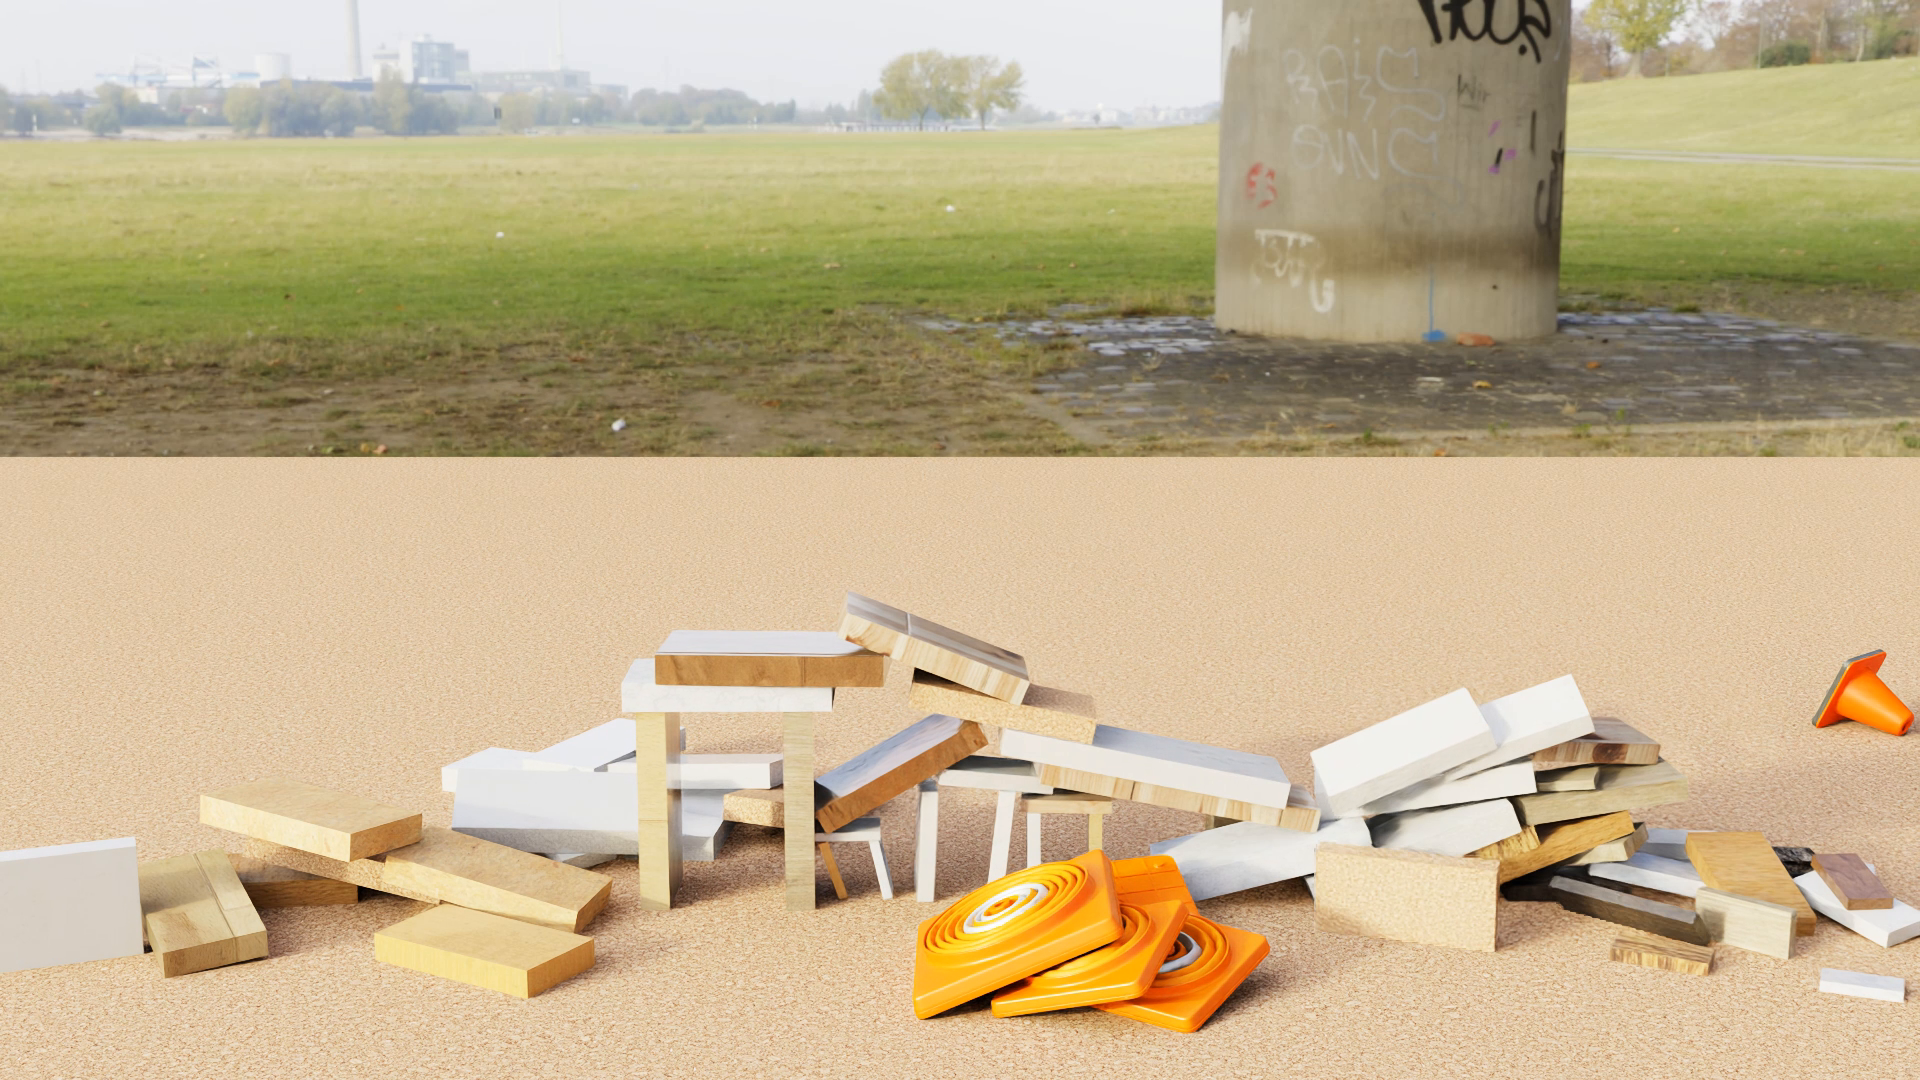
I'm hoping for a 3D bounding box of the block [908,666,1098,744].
[{"bbox_3d":[0.069,0.266,3.610,0.302,0.043,0.151,12,10,-1],"label":"block"}]

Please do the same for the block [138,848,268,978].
[{"bbox_3d":[-1.202,0.582,3.454,0.153,0.043,0.305,-9,22,-28],"label":"block"}]

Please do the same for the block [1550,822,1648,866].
[{"bbox_3d":[1.035,0.511,3.679,0.202,0.029,0.101,-12,7,39],"label":"block"}]

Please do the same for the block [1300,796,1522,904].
[{"bbox_3d":[0.736,0.501,3.657,0.353,0.050,0.176,-22,10,2],"label":"block"}]

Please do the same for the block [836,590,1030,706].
[{"bbox_3d":[-0.044,0.174,3.571,0.313,0.043,0.153,21,11,-6],"label":"block"}]

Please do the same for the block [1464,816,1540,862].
[{"bbox_3d":[0.814,0.519,3.661,0.271,0.038,0.135,-22,12,3],"label":"block"}]

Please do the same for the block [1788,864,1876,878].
[{"bbox_3d":[1.476,0.565,3.743,0.149,0.021,0.075,4,11,20],"label":"block"}]

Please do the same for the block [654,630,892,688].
[{"bbox_3d":[-0.299,0.192,3.577,0.365,0.049,0.175,0,11,3],"label":"block"}]

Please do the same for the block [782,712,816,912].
[{"bbox_3d":[-0.267,0.425,3.638,0.048,0.336,0.168,-1,11,-5],"label":"block"}]

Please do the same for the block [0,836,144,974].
[{"bbox_3d":[-1.432,0.562,3.340,0.349,0.175,0.049,-4,11,-22],"label":"block"}]

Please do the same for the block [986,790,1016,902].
[{"bbox_3d":[0.069,0.496,3.654,0.027,0.189,0.095,7,11,2],"label":"block"}]

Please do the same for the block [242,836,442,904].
[{"bbox_3d":[-1.004,0.521,3.657,0.326,0.046,0.163,15,8,-3],"label":"block"}]

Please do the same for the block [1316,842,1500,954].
[{"bbox_3d":[0.699,0.559,3.446,0.278,0.139,0.039,4,18,20],"label":"block"}]

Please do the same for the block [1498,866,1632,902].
[{"bbox_3d":[1.006,0.574,3.676,0.203,0.029,0.101,0,11,2],"label":"block"}]

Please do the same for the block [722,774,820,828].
[{"bbox_3d":[-0.288,0.477,4.030,0.158,0.045,0.316,4,3,22],"label":"block"}]

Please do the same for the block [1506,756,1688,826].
[{"bbox_3d":[1.051,0.413,3.654,0.271,0.038,0.135,-9,13,-2],"label":"block"}]

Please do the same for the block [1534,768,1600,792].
[{"bbox_3d":[0.991,0.396,3.627,0.114,0.016,0.057,-6,12,25],"label":"block"}]

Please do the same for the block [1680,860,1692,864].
[{"bbox_3d":[1.311,0.560,3.775,0.149,0.021,0.075,3,11,16],"label":"block"}]

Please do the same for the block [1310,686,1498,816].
[{"bbox_3d":[0.724,0.345,3.601,0.278,0.039,0.139,-24,25,6],"label":"block"}]

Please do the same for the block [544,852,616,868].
[{"bbox_3d":[-0.695,0.502,3.843,0.103,0.029,0.207,-13,34,-34],"label":"block"}]

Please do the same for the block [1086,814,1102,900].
[{"bbox_3d":[0.223,0.516,3.657,0.021,0.149,0.075,0,11,0],"label":"block"}]

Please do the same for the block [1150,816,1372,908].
[{"bbox_3d":[0.499,0.518,3.665,0.353,0.050,0.176,-14,11,4],"label":"block"}]

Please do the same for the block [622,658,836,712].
[{"bbox_3d":[-0.374,0.237,3.602,0.336,0.048,0.168,0,11,-1],"label":"block"}]

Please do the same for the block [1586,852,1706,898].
[{"bbox_3d":[1.152,0.553,3.674,0.203,0.029,0.101,12,11,10],"label":"block"}]

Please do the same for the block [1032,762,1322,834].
[{"bbox_3d":[0.356,0.406,3.647,0.465,0.039,0.139,11,10,-6],"label":"block"}]

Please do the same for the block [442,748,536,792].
[{"bbox_3d":[-0.820,0.460,4.247,0.319,0.045,0.160,5,11,24],"label":"block"}]

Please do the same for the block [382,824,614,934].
[{"bbox_3d":[-0.746,0.550,3.561,0.326,0.046,0.163,15,13,8],"label":"block"}]

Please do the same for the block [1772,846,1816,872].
[{"bbox_3d":[1.381,0.544,3.745,0.149,0.021,0.075,1,11,3],"label":"block"}]

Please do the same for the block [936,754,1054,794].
[{"bbox_3d":[0.054,0.385,3.640,0.189,0.027,0.095,6,11,-10],"label":"block"}]

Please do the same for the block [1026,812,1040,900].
[{"bbox_3d":[0.122,0.516,3.657,0.021,0.149,0.075,-1,11,0],"label":"block"}]

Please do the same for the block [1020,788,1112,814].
[{"bbox_3d":[0.176,0.431,3.646,0.149,0.021,0.075,1,11,3],"label":"block"}]

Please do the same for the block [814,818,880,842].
[{"bbox_3d":[-0.186,0.477,3.627,0.109,0.015,0.054,-1,19,-3],"label":"block"}]

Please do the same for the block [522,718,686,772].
[{"bbox_3d":[-0.683,0.413,4.250,0.160,0.045,0.319,5,12,25],"label":"block"}]

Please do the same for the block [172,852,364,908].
[{"bbox_3d":[-1.162,0.567,3.670,0.320,0.045,0.160,-2,11,-9],"label":"block"}]

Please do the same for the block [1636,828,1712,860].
[{"bbox_3d":[1.213,0.529,3.840,0.192,0.027,0.096,-3,6,42],"label":"block"}]

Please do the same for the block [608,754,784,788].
[{"bbox_3d":[-0.477,0.431,4.100,0.316,0.045,0.158,-2,1,15],"label":"block"}]

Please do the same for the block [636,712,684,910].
[{"bbox_3d":[-0.497,0.424,3.642,0.048,0.336,0.168,0,11,1],"label":"block"}]

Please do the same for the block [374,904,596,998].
[{"bbox_3d":[-0.727,0.625,3.360,0.305,0.043,0.153,6,12,30],"label":"block"}]

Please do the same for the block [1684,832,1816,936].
[{"bbox_3d":[1.283,0.557,3.578,0.124,0.035,0.248,-1,25,-1],"label":"block"}]

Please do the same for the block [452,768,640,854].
[{"bbox_3d":[-0.698,0.471,3.815,0.349,0.049,0.175,3,28,-10],"label":"block"}]

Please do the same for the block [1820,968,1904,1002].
[{"bbox_3d":[1.335,0.659,3.255,0.114,0.016,0.057,4,11,23],"label":"block"}]

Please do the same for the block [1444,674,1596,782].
[{"bbox_3d":[0.898,0.307,3.597,0.248,0.035,0.124,-21,26,11],"label":"block"}]

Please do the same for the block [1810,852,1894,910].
[{"bbox_3d":[1.436,0.550,3.542,0.072,0.020,0.144,-2,21,-1],"label":"block"}]

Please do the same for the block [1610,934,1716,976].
[{"bbox_3d":[1.077,0.635,3.370,0.144,0.020,0.072,5,12,26],"label":"block"}]

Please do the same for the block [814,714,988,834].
[{"bbox_3d":[-0.101,0.369,3.639,0.302,0.043,0.151,-29,15,2],"label":"block"}]

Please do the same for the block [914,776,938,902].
[{"bbox_3d":[-0.057,0.496,3.655,0.027,0.189,0.094,2,10,-5],"label":"block"}]

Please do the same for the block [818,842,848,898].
[{"bbox_3d":[-0.215,0.536,3.647,0.015,0.109,0.054,-21,22,-6],"label":"block"}]

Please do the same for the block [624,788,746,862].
[{"bbox_3d":[-0.494,0.508,3.988,0.158,0.045,0.316,1,11,5],"label":"block"}]

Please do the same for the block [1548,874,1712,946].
[{"bbox_3d":[1.062,0.588,3.491,0.247,0.022,0.077,10,-29,44],"label":"block"}]

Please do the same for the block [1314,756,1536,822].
[{"bbox_3d":[0.775,0.394,3.687,0.353,0.050,0.176,-9,11,11],"label":"block"}]

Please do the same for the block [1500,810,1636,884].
[{"bbox_3d":[0.969,0.495,3.666,0.271,0.038,0.135,-22,12,2],"label":"block"}]

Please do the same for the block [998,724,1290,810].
[{"bbox_3d":[0.299,0.356,3.618,0.470,0.043,0.151,11,10,-3],"label":"block"}]

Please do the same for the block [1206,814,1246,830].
[{"bbox_3d":[0.504,0.486,4.034,0.144,0.072,0.020,-10,15,-43],"label":"block"}]

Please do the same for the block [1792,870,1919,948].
[{"bbox_3d":[1.436,0.584,3.518,0.096,0.027,0.192,-12,24,-27],"label":"block"}]

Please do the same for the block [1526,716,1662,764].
[{"bbox_3d":[1.028,0.332,3.671,0.248,0.035,0.124,4,16,-22],"label":"block"}]

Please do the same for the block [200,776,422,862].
[{"bbox_3d":[-1.056,0.452,3.577,0.326,0.046,0.163,9,9,28],"label":"block"}]

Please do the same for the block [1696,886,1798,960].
[{"bbox_3d":[1.223,0.596,3.427,0.153,0.077,0.022,10,14,44],"label":"block"}]

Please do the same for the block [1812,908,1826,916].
[{"bbox_3d":[1.371,0.586,3.616,0.192,0.027,0.096,1,11,5],"label":"block"}]

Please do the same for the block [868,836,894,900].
[{"bbox_3d":[-0.132,0.536,3.658,0.015,0.109,0.054,-13,10,2],"label":"block"}]

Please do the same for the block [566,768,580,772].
[{"bbox_3d":[-0.733,0.480,3.939,0.103,0.029,0.207,26,33,30],"label":"block"}]
